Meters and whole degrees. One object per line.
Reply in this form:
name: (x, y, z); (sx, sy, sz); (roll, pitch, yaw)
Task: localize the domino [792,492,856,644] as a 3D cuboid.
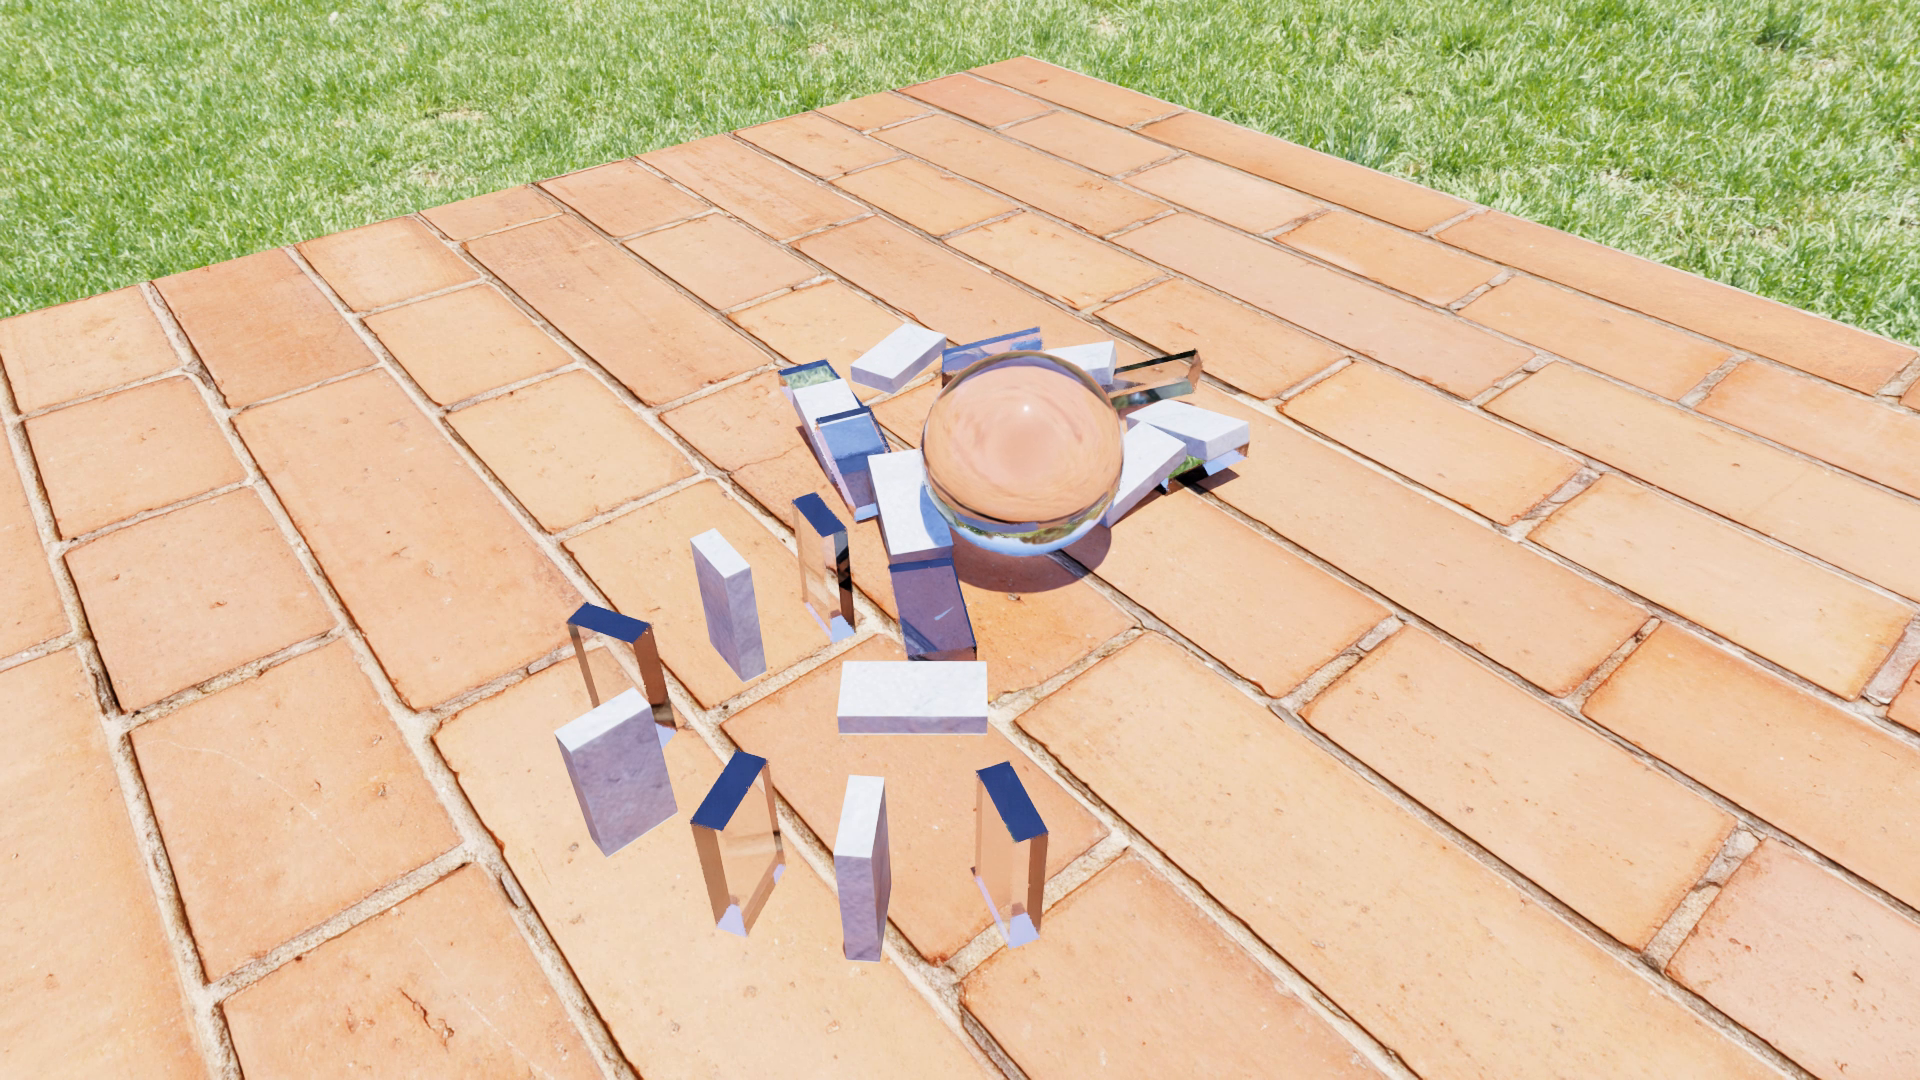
domino: (-0.049, 0.010, 0.399); (0.009, 0.050, 0.025); (-21, 44, -24)

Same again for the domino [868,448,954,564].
domino: (-0.021, -0.014, 0.449); (0.025, 0.010, 0.050); (-9, 57, -11)

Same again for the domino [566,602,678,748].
domino: (-0.109, 0.045, 0.357); (0.025, 0.050, 0.009); (15, 42, 18)

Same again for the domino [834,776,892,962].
domino: (-0.026, 0.091, 0.301); (0.009, 0.050, 0.025); (3, 39, 4)

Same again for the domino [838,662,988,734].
domino: (-0.016, 0.054, 0.378); (0.050, 0.009, 0.025); (0, 39, 0)

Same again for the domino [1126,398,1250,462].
domino: (0.100, -0.049, 0.484); (0.025, 0.009, 0.050); (-24, 30, -26)

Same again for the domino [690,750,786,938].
domino: (-0.061, 0.085, 0.307); (0.010, 0.050, 0.025); (13, 41, 15)

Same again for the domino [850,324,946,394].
domino: (-0.031, -0.092, 0.556); (0.025, 0.009, 0.050); (21, 44, 23)

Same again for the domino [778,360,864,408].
domino: (-0.066, -0.068, 0.527); (0.025, 0.010, 0.050); (-18, 43, -21)

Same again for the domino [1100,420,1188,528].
domino: (0.070, -0.029, 0.468); (0.050, 0.009, 0.025); (-39, 50, -20)

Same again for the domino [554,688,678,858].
domino: (-0.101, 0.070, 0.326); (0.025, 0.050, 0.010); (-30, 48, -32)

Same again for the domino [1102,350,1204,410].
domino: (0.087, -0.074, 0.518); (0.050, 0.010, 0.025); (-9, 32, 30)

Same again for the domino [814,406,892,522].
domino: (-0.042, -0.034, 0.472); (0.025, 0.010, 0.050); (-16, 61, -19)

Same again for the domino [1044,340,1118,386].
domino: (0.050, -0.083, 0.535); (0.050, 0.010, 0.025); (-5, 37, 19)

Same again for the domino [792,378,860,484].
domino: (-0.055, -0.050, 0.494); (0.025, 0.010, 0.050); (-16, 57, -19)

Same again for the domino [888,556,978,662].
domino: (-0.011, 0.027, 0.410); (0.025, 0.010, 0.050); (-7, 40, -8)

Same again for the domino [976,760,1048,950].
domino: (0.014, 0.088, 0.304); (0.010, 0.050, 0.025); (-14, 41, -17)

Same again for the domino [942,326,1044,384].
domino: (0.016, -0.090, 0.542); (0.050, 0.010, 0.025); (-12, 36, 9)

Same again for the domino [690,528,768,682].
domino: (-0.080, 0.023, 0.383); (0.009, 0.050, 0.025); (-26, 46, -28)

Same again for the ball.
ball: (0.024, -0.034, 0.429); (0.080, 0.080, 0.080); (0, 39, 0)

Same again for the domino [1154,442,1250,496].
domino: (0.102, -0.038, 0.490); (0.050, 0.010, 0.025); (-24, 45, -27)
